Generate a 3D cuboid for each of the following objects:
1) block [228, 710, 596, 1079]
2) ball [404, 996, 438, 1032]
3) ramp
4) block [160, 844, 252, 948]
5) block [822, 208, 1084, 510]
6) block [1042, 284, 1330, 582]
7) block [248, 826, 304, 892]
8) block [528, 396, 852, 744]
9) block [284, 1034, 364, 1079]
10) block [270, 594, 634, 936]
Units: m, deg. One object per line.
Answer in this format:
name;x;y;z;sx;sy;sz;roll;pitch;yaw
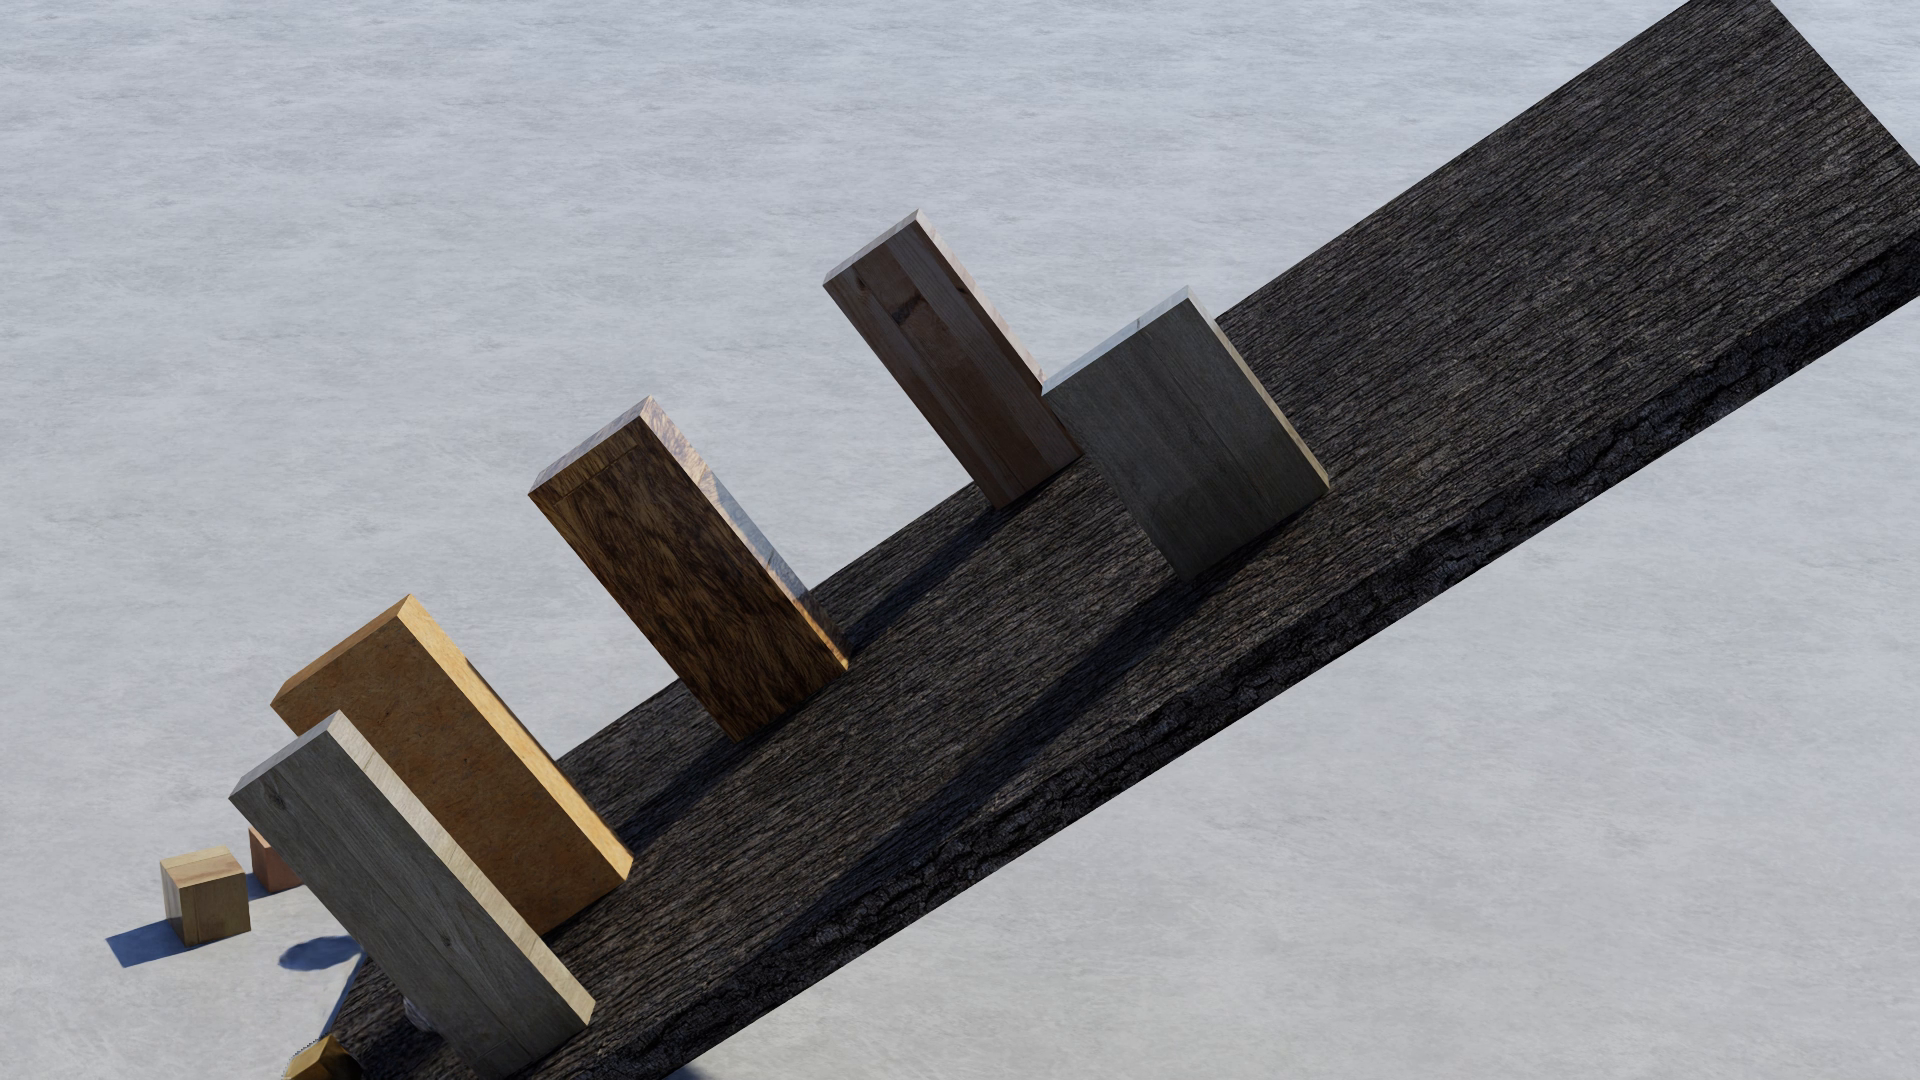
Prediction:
block;-1.075;0.715;5.806;0.258;0.793;0.092;-34;16;16
ball;-1.141;1.003;6.379;0.129;0.129;0.129;0;22;0
ramp;0.131;0.177;6.316;4.000;0.100;2.000;-34;16;16
block;-1.938;0.913;7.553;0.171;0.171;0.171;-12;25;-28
block;-0.003;-0.415;6.840;0.270;0.680;0.095;-34;16;16
block;0.433;-0.200;5.641;0.339;0.471;0.081;-34;16;16
block;-1.794;0.832;7.799;0.134;0.134;0.134;-13;26;-29
block;-0.605;0.071;6.668;0.325;0.751;0.139;-34;16;16
block;-1.406;1.186;6.482;0.113;0.113;0.113;-34;16;14
block;-1.105;0.528;6.442;0.367;0.774;0.122;-34;16;16
